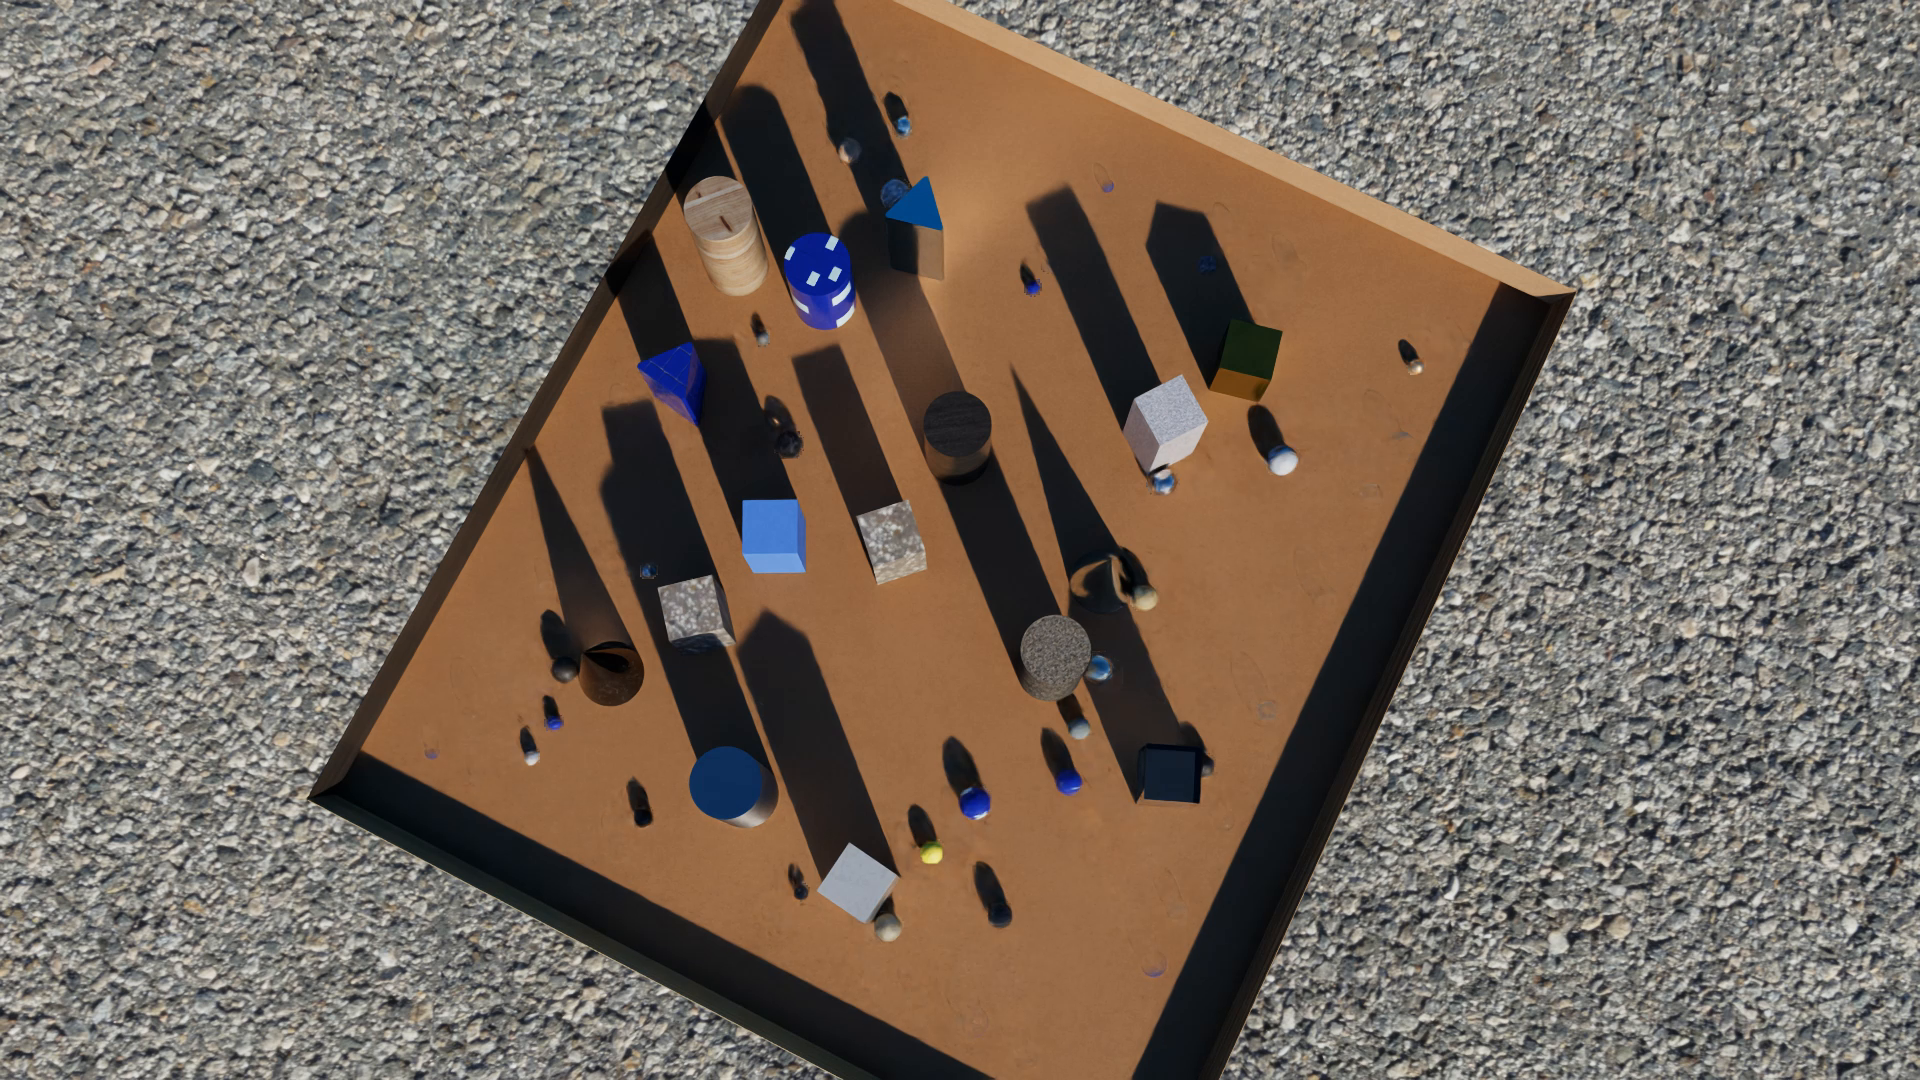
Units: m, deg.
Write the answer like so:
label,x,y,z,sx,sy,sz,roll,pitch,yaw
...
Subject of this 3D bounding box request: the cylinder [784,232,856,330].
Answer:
label,x,y,z,sx,sy,sz,roll,pitch,yaw
cylinder,-0.425,-0.789,5.616,0.199,0.322,0.199,0,78,0

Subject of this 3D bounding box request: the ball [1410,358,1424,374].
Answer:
label,x,y,z,sx,sy,sz,roll,pitch,yaw
ball,1.423,-0.540,5.704,0.047,0.047,0.047,0,78,0

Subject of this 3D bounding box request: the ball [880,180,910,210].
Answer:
label,x,y,z,sx,sy,sz,roll,pitch,yaw
ball,-0.203,-1.089,5.791,0.099,0.099,0.099,0,78,0

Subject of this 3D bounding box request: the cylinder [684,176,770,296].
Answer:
label,x,y,z,sx,sy,sz,roll,pitch,yaw
cylinder,-0.703,-0.914,5.558,0.199,0.485,0.199,0,78,0

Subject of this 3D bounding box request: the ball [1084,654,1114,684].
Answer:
label,x,y,z,sx,sy,sz,roll,pitch,yaw
ball,0.414,0.386,5.483,0.093,0.093,0.093,0,78,0

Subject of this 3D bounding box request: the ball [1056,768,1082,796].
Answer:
label,x,y,z,sx,sy,sz,roll,pitch,yaw
ball,0.322,0.716,5.428,0.079,0.079,0.079,0,78,0

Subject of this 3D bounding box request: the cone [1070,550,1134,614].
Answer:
label,x,y,z,sx,sy,sz,roll,pitch,yaw
cone,0.433,0.091,5.415,0.199,0.358,0.199,0,78,0

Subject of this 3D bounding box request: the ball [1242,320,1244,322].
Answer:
label,x,y,z,sx,sy,sz,roll,pitch,yaw
ball,0.869,-0.649,5.696,0.068,0.068,0.068,0,78,0

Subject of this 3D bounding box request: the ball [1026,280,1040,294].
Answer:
label,x,y,z,sx,sy,sz,roll,pitch,yaw
ball,0.230,-0.793,5.759,0.042,0.042,0.042,0,78,0

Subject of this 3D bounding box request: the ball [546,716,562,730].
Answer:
label,x,y,z,sx,sy,sz,roll,pitch,yaw
ball,-1.213,0.548,5.481,0.044,0.044,0.044,0,78,0

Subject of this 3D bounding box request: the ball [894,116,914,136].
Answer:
label,x,y,z,sx,sy,sz,roll,pitch,yaw
ball,-0.178,-1.322,5.858,0.064,0.064,0.064,0,78,0

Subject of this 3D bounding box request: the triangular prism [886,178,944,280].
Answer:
label,x,y,z,sx,sy,sz,roll,pitch,yaw
triangular prism,-0.117,-0.957,5.593,0.172,0.433,0.149,14,79,3

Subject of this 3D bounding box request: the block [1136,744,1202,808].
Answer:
label,x,y,z,sx,sy,sz,roll,pitch,yaw
block,0.607,0.690,5.344,0.159,0.255,0.159,4,78,1

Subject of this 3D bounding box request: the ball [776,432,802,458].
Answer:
label,x,y,z,sx,sy,sz,roll,pitch,yaw
ball,-0.526,-0.293,5.635,0.082,0.082,0.082,0,78,0

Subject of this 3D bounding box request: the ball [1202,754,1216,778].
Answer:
label,x,y,z,sx,sy,sz,roll,pitch,yaw
ball,0.724,0.672,5.443,0.067,0.067,0.067,0,78,0

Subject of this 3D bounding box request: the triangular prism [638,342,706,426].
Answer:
label,x,y,z,sx,sy,sz,roll,pitch,yaw
triangular prism,-0.839,-0.493,5.560,0.172,0.312,0.149,35,80,7

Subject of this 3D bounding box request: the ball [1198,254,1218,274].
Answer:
label,x,y,z,sx,sy,sz,roll,pitch,yaw
ball,0.779,-0.867,5.765,0.062,0.062,0.062,0,78,0

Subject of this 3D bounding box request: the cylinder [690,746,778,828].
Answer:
label,x,y,z,sx,sy,sz,roll,pitch,yaw
cylinder,-0.639,0.710,5.227,0.199,0.475,0.199,0,78,0

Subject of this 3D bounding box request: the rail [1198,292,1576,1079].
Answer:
label,x,y,z,sx,sy,sz,roll,pitch,yaw
rail,1.190,0.589,5.428,0.045,0.129,3.092,26,80,5

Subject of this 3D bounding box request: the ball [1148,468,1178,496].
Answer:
label,x,y,z,sx,sy,sz,roll,pitch,yaw
ball,0.622,-0.176,5.609,0.087,0.087,0.087,0,78,0

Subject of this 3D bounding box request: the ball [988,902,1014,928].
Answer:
label,x,y,z,sx,sy,sz,roll,pitch,yaw
ball,0.117,1.096,5.351,0.076,0.076,0.076,0,78,0

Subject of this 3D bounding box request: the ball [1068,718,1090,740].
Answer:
label,x,y,z,sx,sy,sz,roll,pitch,yaw
ball,0.356,0.563,5.467,0.065,0.065,0.065,0,78,0

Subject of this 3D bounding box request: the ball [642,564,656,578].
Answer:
label,x,y,z,sx,sy,sz,roll,pitch,yaw
ball,-0.947,0.094,5.576,0.042,0.042,0.042,0,78,0

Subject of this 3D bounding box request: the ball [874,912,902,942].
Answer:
label,x,y,z,sx,sy,sz,roll,pitch,yaw
ball,-0.210,1.129,5.341,0.082,0.082,0.082,0,78,0

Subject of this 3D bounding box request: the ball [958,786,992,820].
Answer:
label,x,y,z,sx,sy,sz,roll,pitch,yaw
ball,0.044,0.776,5.407,0.096,0.096,0.096,0,78,0

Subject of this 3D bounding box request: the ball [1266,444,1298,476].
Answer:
label,x,y,z,sx,sy,sz,roll,pitch,yaw
ball,0.988,-0.245,5.620,0.093,0.093,0.093,0,78,0

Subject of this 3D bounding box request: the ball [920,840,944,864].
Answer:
label,x,y,z,sx,sy,sz,roll,pitch,yaw
ball,-0.084,0.919,5.391,0.069,0.069,0.069,0,78,0

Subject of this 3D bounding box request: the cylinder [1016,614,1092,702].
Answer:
label,x,y,z,sx,sy,sz,roll,pitch,yaw
cylinder,0.269,0.348,5.342,0.199,0.396,0.199,0,78,0

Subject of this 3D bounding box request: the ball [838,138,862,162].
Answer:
label,x,y,z,sx,sy,sz,roll,pitch,yaw
ball,-0.352,-1.241,5.833,0.079,0.079,0.079,0,78,0

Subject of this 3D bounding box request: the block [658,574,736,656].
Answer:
label,x,y,z,sx,sy,sz,roll,pitch,yaw
block,-0.773,0.226,5.409,0.159,0.315,0.159,-14,79,-3

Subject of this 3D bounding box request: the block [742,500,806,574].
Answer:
label,x,y,z,sx,sy,sz,roll,pitch,yaw
block,-0.552,-0.009,5.466,0.159,0.299,0.159,-1,78,0

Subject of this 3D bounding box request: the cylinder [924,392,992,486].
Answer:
label,x,y,z,sx,sy,sz,roll,pitch,yaw
cylinder,-0.007,-0.300,5.496,0.199,0.359,0.199,0,78,0

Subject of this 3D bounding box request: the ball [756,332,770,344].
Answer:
label,x,y,z,sx,sy,sz,roll,pitch,yaw
ball,-0.617,-0.632,5.726,0.042,0.042,0.042,0,78,0

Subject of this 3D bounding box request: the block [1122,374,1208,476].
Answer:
label,x,y,z,sx,sy,sz,roll,pitch,yaw
block,0.611,-0.338,5.493,0.159,0.380,0.159,-27,80,-5

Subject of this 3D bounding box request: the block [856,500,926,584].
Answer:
label,x,y,z,sx,sy,sz,roll,pitch,yaw
block,-0.201,0.010,5.466,0.159,0.291,0.159,-18,79,-4

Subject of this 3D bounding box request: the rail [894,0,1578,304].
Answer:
label,x,y,z,sx,sy,sz,roll,pitch,yaw
rail,0.681,-1.326,5.824,2.708,0.129,0.045,26,80,5

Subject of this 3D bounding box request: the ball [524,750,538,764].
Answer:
label,x,y,z,sx,sy,sz,roll,pitch,yaw
ball,-1.277,0.648,5.460,0.044,0.044,0.044,0,78,0

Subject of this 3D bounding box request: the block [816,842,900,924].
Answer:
label,x,y,z,sx,sy,sz,roll,pitch,yaw
block,-0.285,0.981,5.227,0.159,0.366,0.159,33,80,6

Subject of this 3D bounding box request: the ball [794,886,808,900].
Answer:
label,x,y,z,sx,sy,sz,roll,pitch,yaw
ball,-0.466,1.036,5.380,0.043,0.043,0.043,0,78,0

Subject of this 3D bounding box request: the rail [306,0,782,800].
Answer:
label,x,y,z,sx,sy,sz,roll,pitch,yaw
rail,-1.190,-0.576,5.669,0.045,0.129,3.092,26,80,5

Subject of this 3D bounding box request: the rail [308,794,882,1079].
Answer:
label,x,y,z,sx,sy,sz,roll,pitch,yaw
rail,-0.681,1.340,5.272,2.708,0.129,0.045,26,80,5

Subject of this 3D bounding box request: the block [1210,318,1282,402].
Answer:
label,x,y,z,sx,sy,sz,roll,pitch,yaw
block,0.872,-0.547,5.607,0.159,0.240,0.159,14,79,3

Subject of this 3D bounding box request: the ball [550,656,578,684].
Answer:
label,x,y,z,sx,sy,sz,roll,pitch,yaw
ball,-1.182,0.388,5.483,0.081,0.081,0.081,0,78,0

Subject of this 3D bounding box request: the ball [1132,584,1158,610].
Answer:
label,x,y,z,sx,sy,sz,roll,pitch,yaw
ball,0.560,0.175,5.540,0.079,0.079,0.079,0,78,0

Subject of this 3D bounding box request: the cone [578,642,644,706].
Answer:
label,x,y,z,sx,sy,sz,roll,pitch,yaw
cone,-1.052,0.359,5.316,0.199,0.442,0.199,0,78,0

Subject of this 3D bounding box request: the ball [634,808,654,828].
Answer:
label,x,y,z,sx,sy,sz,roll,pitch,yaw
ball,-0.936,0.821,5.418,0.057,0.057,0.057,0,78,0
